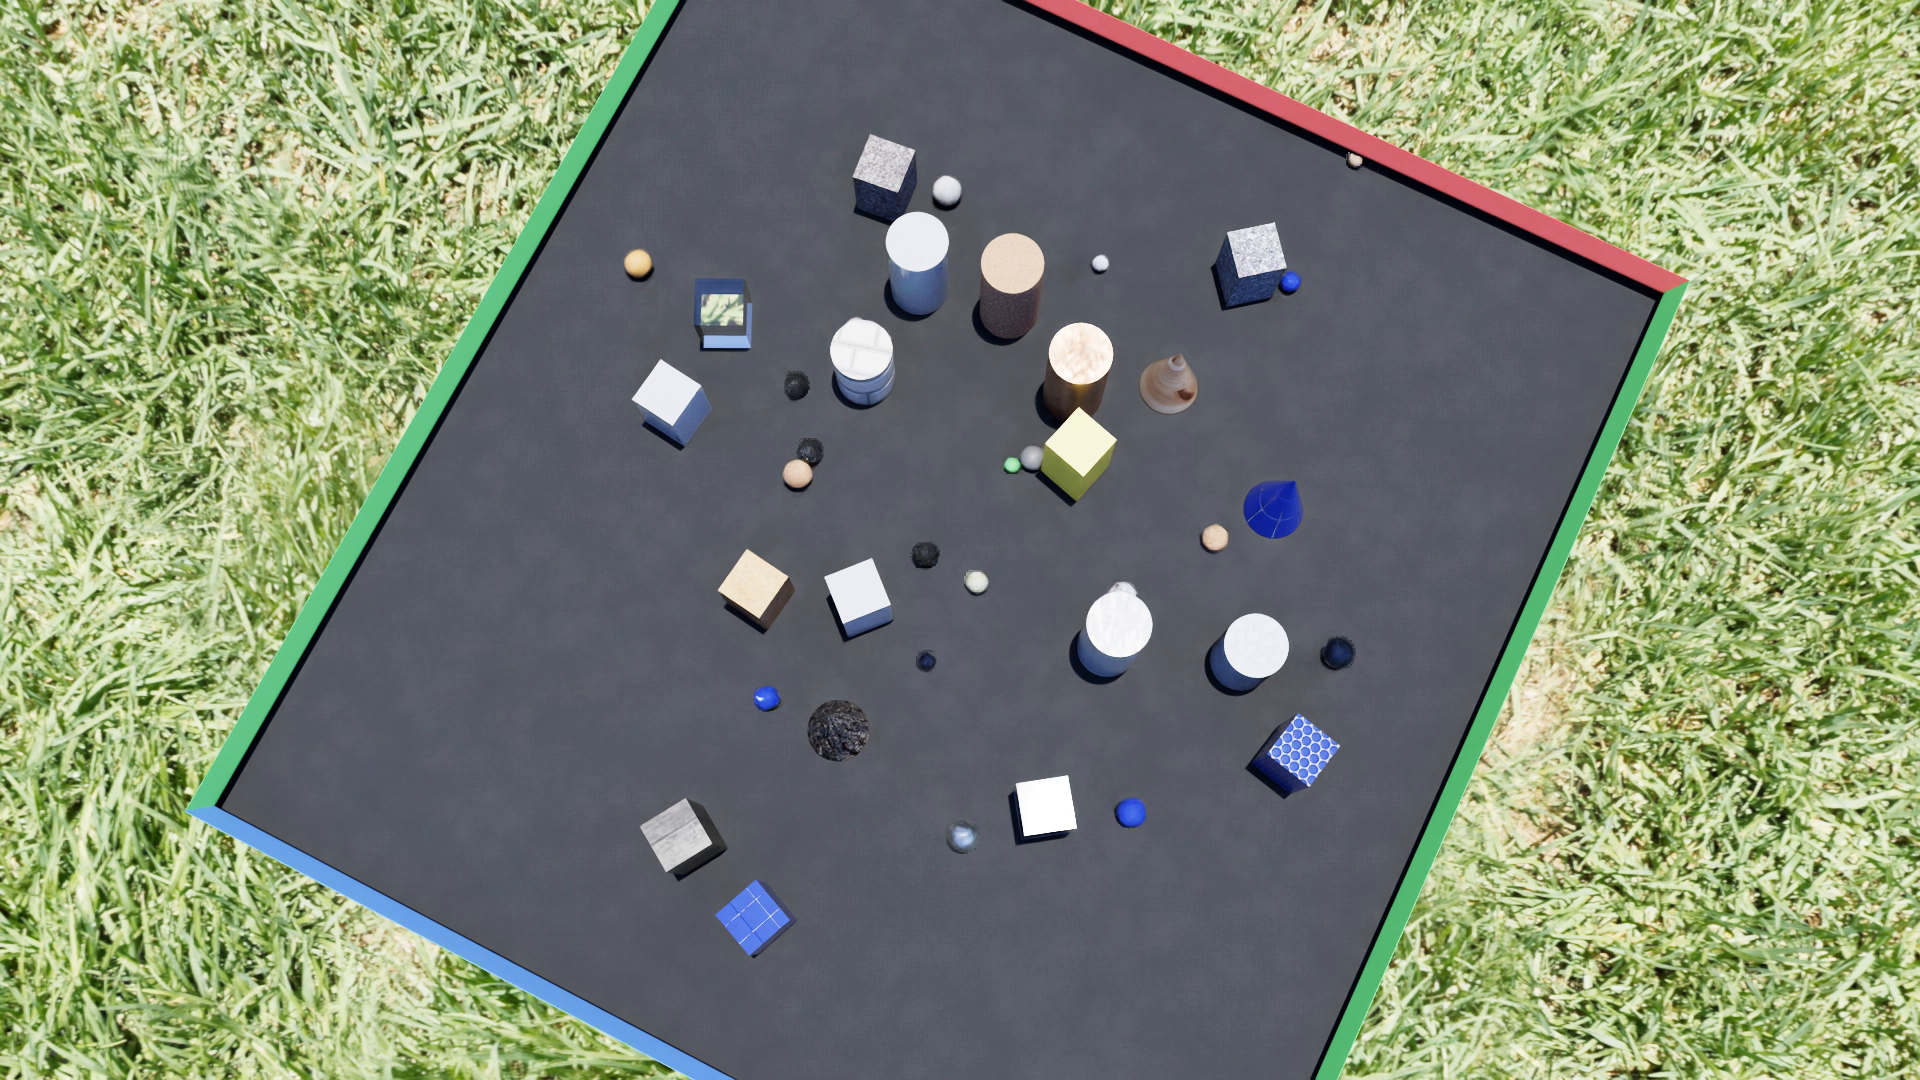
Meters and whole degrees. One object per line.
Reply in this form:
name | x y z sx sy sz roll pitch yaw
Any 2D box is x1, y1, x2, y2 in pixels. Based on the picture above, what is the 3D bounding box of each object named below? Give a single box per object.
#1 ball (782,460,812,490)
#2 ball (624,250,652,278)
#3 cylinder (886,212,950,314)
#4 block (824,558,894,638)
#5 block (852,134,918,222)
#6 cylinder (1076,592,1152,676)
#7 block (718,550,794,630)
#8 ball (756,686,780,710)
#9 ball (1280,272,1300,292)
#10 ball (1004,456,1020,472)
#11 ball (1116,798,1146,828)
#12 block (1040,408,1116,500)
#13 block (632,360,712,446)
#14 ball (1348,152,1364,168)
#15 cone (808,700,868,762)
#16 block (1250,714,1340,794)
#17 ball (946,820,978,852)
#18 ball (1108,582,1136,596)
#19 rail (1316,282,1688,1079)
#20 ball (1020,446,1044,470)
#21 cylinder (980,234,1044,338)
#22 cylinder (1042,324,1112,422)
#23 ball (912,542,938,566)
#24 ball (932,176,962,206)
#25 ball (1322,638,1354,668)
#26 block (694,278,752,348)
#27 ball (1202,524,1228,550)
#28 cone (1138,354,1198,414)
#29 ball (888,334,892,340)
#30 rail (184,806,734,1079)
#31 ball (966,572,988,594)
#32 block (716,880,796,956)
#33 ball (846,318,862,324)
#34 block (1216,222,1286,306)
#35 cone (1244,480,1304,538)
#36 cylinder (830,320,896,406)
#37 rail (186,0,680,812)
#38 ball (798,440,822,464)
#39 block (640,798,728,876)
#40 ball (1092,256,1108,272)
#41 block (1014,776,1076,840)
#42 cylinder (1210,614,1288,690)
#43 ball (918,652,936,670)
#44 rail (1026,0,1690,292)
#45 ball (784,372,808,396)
ball | -0.498 -0.200 5.612 0.089 0.089 0.089 0 78 0
ball | -1.009 -0.866 5.751 0.087 0.087 0.087 0 78 0
cylinder | -0.126 -0.838 5.587 0.185 0.396 0.185 0 78 0
block | -0.297 0.175 5.440 0.148 0.275 0.148 -22 79 -4
block | -0.232 -1.123 5.718 0.148 0.255 0.148 20 79 4
cylinder | 0.446 0.280 5.339 0.185 0.431 0.185 0 78 0
block | -0.605 0.151 5.467 0.148 0.232 0.148 33 80 6
ball | -0.575 0.471 5.481 0.073 0.073 0.073 0 78 0
ball | 1.037 -0.809 5.752 0.062 0.062 0.062 0 78 0
ball | 0.161 -0.231 5.639 0.049 0.049 0.049 0 78 0
ball | 0.507 0.803 5.406 0.088 0.088 0.088 0 78 0
block | 0.353 -0.254 5.502 0.148 0.326 0.148 41 81 8
block | -0.873 -0.414 5.575 0.148 0.249 0.148 33 80 6
ball | 1.262 -1.212 5.843 0.046 0.046 0.046 0 78 0
cone | -0.366 0.530 5.296 0.185 0.413 0.185 0 78 0
block | 0.972 0.624 5.331 0.148 0.305 0.148 38 81 7
ball | 0.007 0.871 5.390 0.091 0.091 0.091 0 78 0
ball | 0.490 0.170 5.537 0.087 0.087 0.087 0 78 0
rail | 1.459 0.721 5.405 0.045 0.120 3.472 26 80 5
ball | 0.224 -0.253 5.629 0.078 0.078 0.078 0 78 0
cylinder | 0.154 -0.765 5.557 0.185 0.425 0.185 0 78 0
cylinder | 0.350 -0.495 5.500 0.185 0.428 0.185 0 78 0
ball | -0.107 0.042 5.568 0.078 0.078 0.078 0 78 0
ball | -0.041 -1.104 5.797 0.092 0.092 0.092 0 78 0
ball | 1.136 0.340 5.500 0.091 0.091 0.091 0 78 0
block | -0.728 -0.697 5.646 0.148 0.223 0.148 0 78 0
ball | 0.776 -0.007 5.577 0.080 0.080 0.080 0 78 0
cone | 0.650 -0.513 5.550 0.185 0.338 0.185 0 78 0
ball | -0.239 -0.622 5.716 0.056 0.056 0.056 0 78 0
rail | -0.766 1.506 5.243 3.309 0.120 0.045 26 80 5
ball | 0.052 0.128 5.556 0.067 0.067 0.067 0 78 0
block | -0.581 1.084 5.260 0.148 0.258 0.148 -41 81 -8
ball | -0.323 -0.658 5.716 0.072 0.072 0.072 0 78 0
block | 0.895 -0.847 5.656 0.148 0.266 0.148 -12 79 -2
cone | 0.963 -0.132 5.450 0.185 0.378 0.185 0 78 0
cylinder | -0.293 -0.538 5.586 0.185 0.277 0.185 0 78 0
rail | -1.459 -0.708 5.700 0.045 0.120 3.472 26 80 5
ball | -0.463 -0.272 5.634 0.076 0.076 0.076 0 78 0
block | -0.788 0.854 5.259 0.148 0.355 0.148 -31 80 -6
ball | 0.441 -0.870 5.770 0.051 0.051 0.051 0 78 0
block | 0.243 0.778 5.308 0.148 0.289 0.148 -9 78 -2
cylinder | 0.848 0.333 5.391 0.185 0.306 0.185 0 78 0
ball | -0.099 0.365 5.514 0.053 0.053 0.053 0 78 0
rail | 0.766 -1.494 5.863 3.309 0.120 0.045 26 80 5
ball | -0.508 -0.481 5.678 0.074 0.074 0.074 0 78 0
